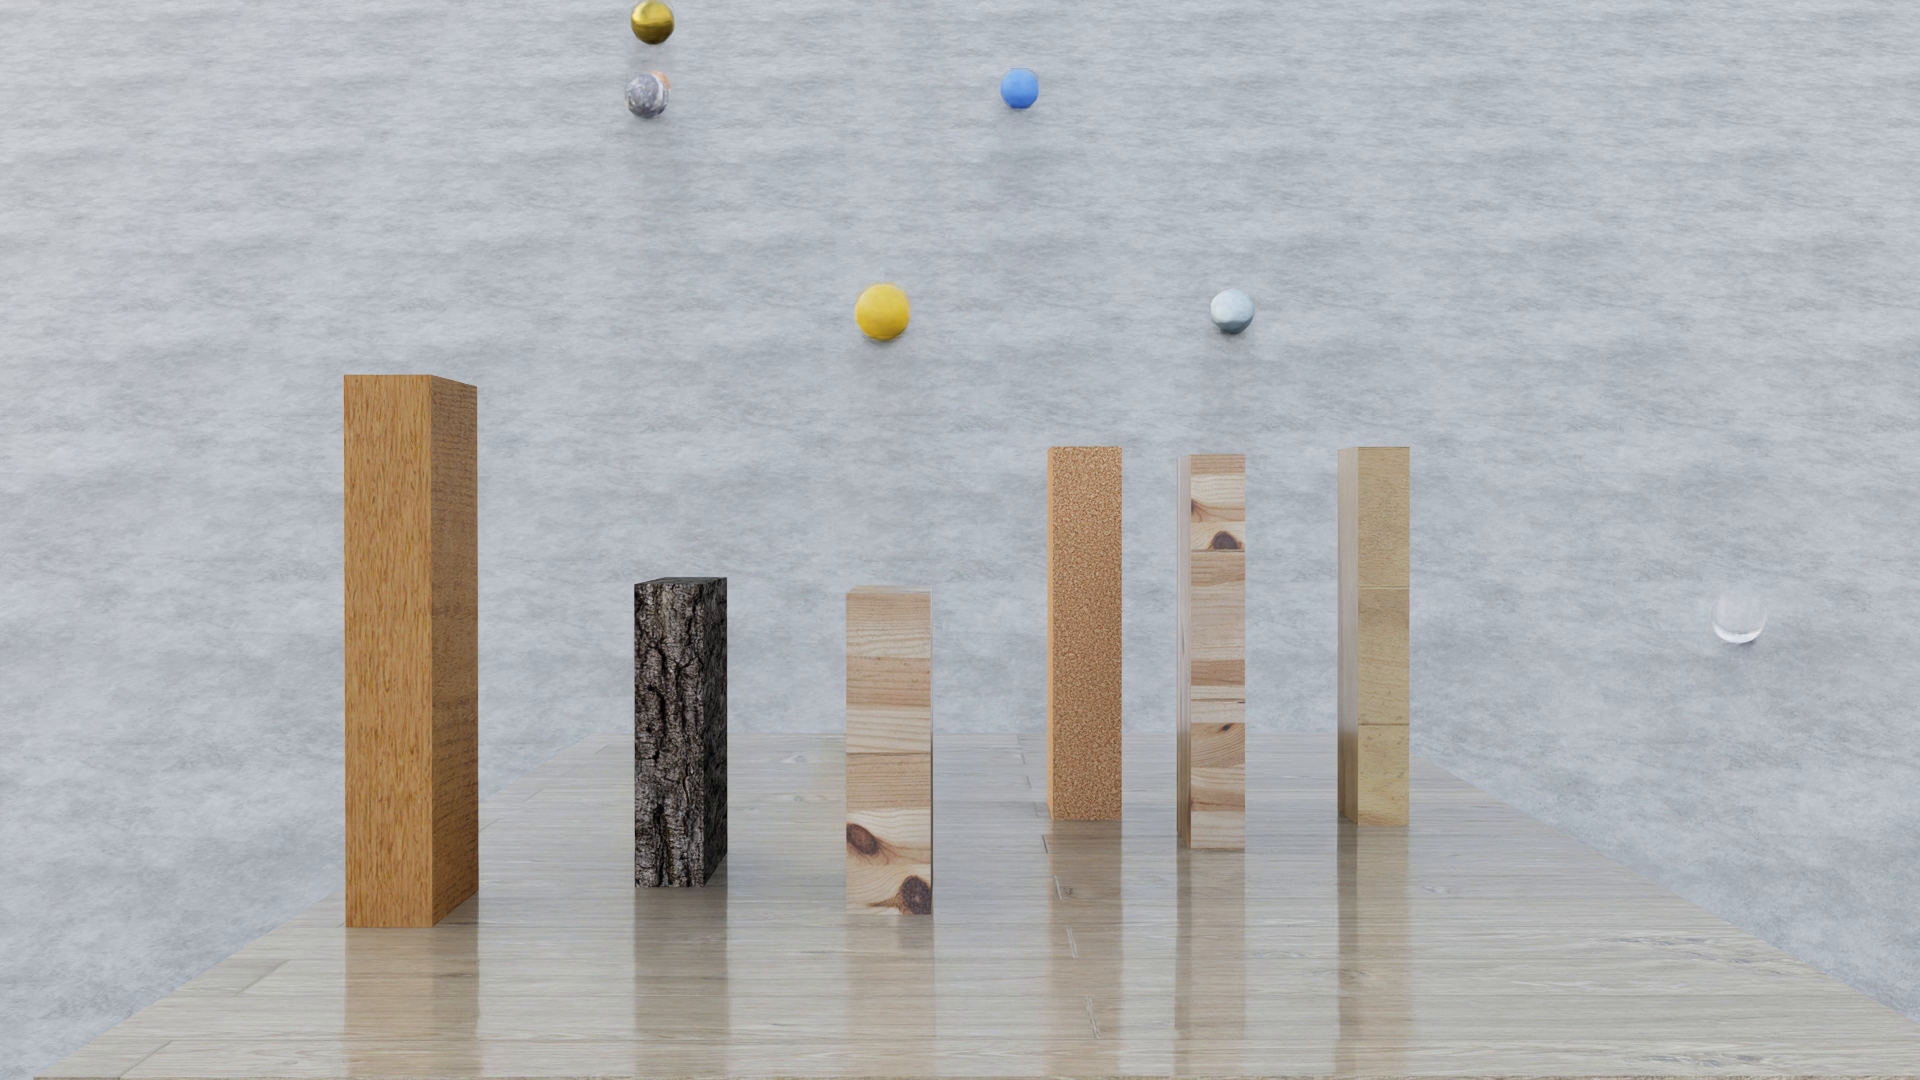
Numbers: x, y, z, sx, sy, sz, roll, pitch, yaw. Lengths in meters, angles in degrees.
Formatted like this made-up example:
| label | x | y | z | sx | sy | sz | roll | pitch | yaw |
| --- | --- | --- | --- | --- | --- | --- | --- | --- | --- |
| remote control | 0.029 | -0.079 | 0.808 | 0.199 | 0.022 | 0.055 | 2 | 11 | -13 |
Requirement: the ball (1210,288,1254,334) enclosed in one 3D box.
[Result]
| label | x | y | z | sx | sy | sz | roll | pitch | yaw |
| --- | --- | --- | --- | --- | --- | --- | --- | --- | --- |
| ball | 0.956 | -0.804 | 9.070 | 0.155 | 0.155 | 0.155 | 0 | 28 | 0 |

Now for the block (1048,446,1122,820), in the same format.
| label | x | y | z | sx | sy | sz | roll | pitch | yaw |
| --- | --- | --- | --- | --- | --- | --- | --- | --- | --- |
| block | 0.234 | 0.170 | 4.894 | 0.127 | 0.687 | 0.282 | 0 | 1 | 0 |

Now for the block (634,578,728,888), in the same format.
| label | x | y | z | sx | sy | sz | roll | pitch | yaw |
| --- | --- | --- | --- | --- | --- | --- | --- | --- | --- |
| block | -0.441 | 0.294 | 4.114 | 0.104 | 0.459 | 0.409 | 0 | 1 | 0 |

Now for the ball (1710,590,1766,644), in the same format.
| label | x | y | z | sx | sy | sz | roll | pitch | yaw |
| --- | --- | --- | --- | --- | --- | --- | --- | --- | --- |
| ball | 2.157 | 0.214 | 7.165 | 0.147 | 0.147 | 0.147 | 0 | 28 | 0 |

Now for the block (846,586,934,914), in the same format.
| label | x | y | z | sx | sy | sz | roll | pitch | yaw |
| --- | --- | --- | --- | --- | --- | --- | --- | --- | --- |
| block | -0.101 | 0.300 | 3.837 | 0.119 | 0.453 | 0.388 | 0 | 1 | 0 |

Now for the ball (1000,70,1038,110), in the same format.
| label | x | y | z | sx | sy | sz | roll | pitch | yaw |
| --- | --- | --- | --- | --- | --- | --- | --- | --- | --- |
| ball | 0.259 | -1.957 | 11.228 | 0.168 | 0.168 | 0.168 | 0 | 28 | 0 |

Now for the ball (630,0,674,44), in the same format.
| label | x | y | z | sx | sy | sz | roll | pitch | yaw |
| --- | --- | --- | --- | --- | --- | --- | --- | --- | --- |
| ball | -1.433 | -2.416 | 12.050 | 0.205 | 0.205 | 0.205 | 0 | 28 | 0 |

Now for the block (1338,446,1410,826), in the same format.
| label | x | y | z | sx | sy | sz | roll | pitch | yaw |
| --- | --- | --- | --- | --- | --- | --- | --- | --- | --- |
| block | 0.765 | 0.172 | 4.791 | 0.093 | 0.685 | 0.252 | 0 | 1 | 0 |

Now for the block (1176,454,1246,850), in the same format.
| label | x | y | z | sx | sy | sz | roll | pitch | yaw |
| --- | --- | --- | --- | --- | --- | --- | --- | --- | --- |
| block | 0.432 | 0.187 | 4.469 | 0.091 | 0.664 | 0.280 | 0 | 1 | 0 |

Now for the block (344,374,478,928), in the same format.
| label | x | y | z | sx | sy | sz | roll | pitch | yaw |
| --- | --- | --- | --- | --- | --- | --- | --- | --- | --- |
| block | -0.783 | 0.150 | 3.706 | 0.119 | 0.756 | 0.343 | 0 | 1 | 0 |

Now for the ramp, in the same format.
| label | x | y | z | sx | sy | sz | roll | pitch | yaw |
| --- | --- | --- | --- | --- | --- | --- | --- | --- | --- |
| ramp | 0.063 | 0.567 | 4.607 | 2.000 | 0.100 | 4.000 | 0 | 1 | 0 |

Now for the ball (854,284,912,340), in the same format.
| label | x | y | z | sx | sy | sz | roll | pitch | yaw |
| --- | --- | --- | --- | --- | --- | --- | --- | --- | --- |
| ball | -0.268 | -0.793 | 9.004 | 0.199 | 0.199 | 0.199 | 0 | 28 | 0 |

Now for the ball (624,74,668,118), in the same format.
| label | x | y | z | sx | sy | sz | roll | pitch | yaw |
| --- | --- | --- | --- | --- | --- | --- | --- | --- | --- |
| ball | -1.350 | -1.911 | 11.114 | 0.191 | 0.191 | 0.191 | 0 | 28 | 0 |

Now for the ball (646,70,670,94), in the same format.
| label | x | y | z | sx | sy | sz | roll | pitch | yaw |
| --- | --- | --- | --- | --- | --- | --- | --- | --- | --- |
| ball | -1.338 | -1.986 | 11.312 | 0.138 | 0.138 | 0.138 | 0 | 28 | 0 |
